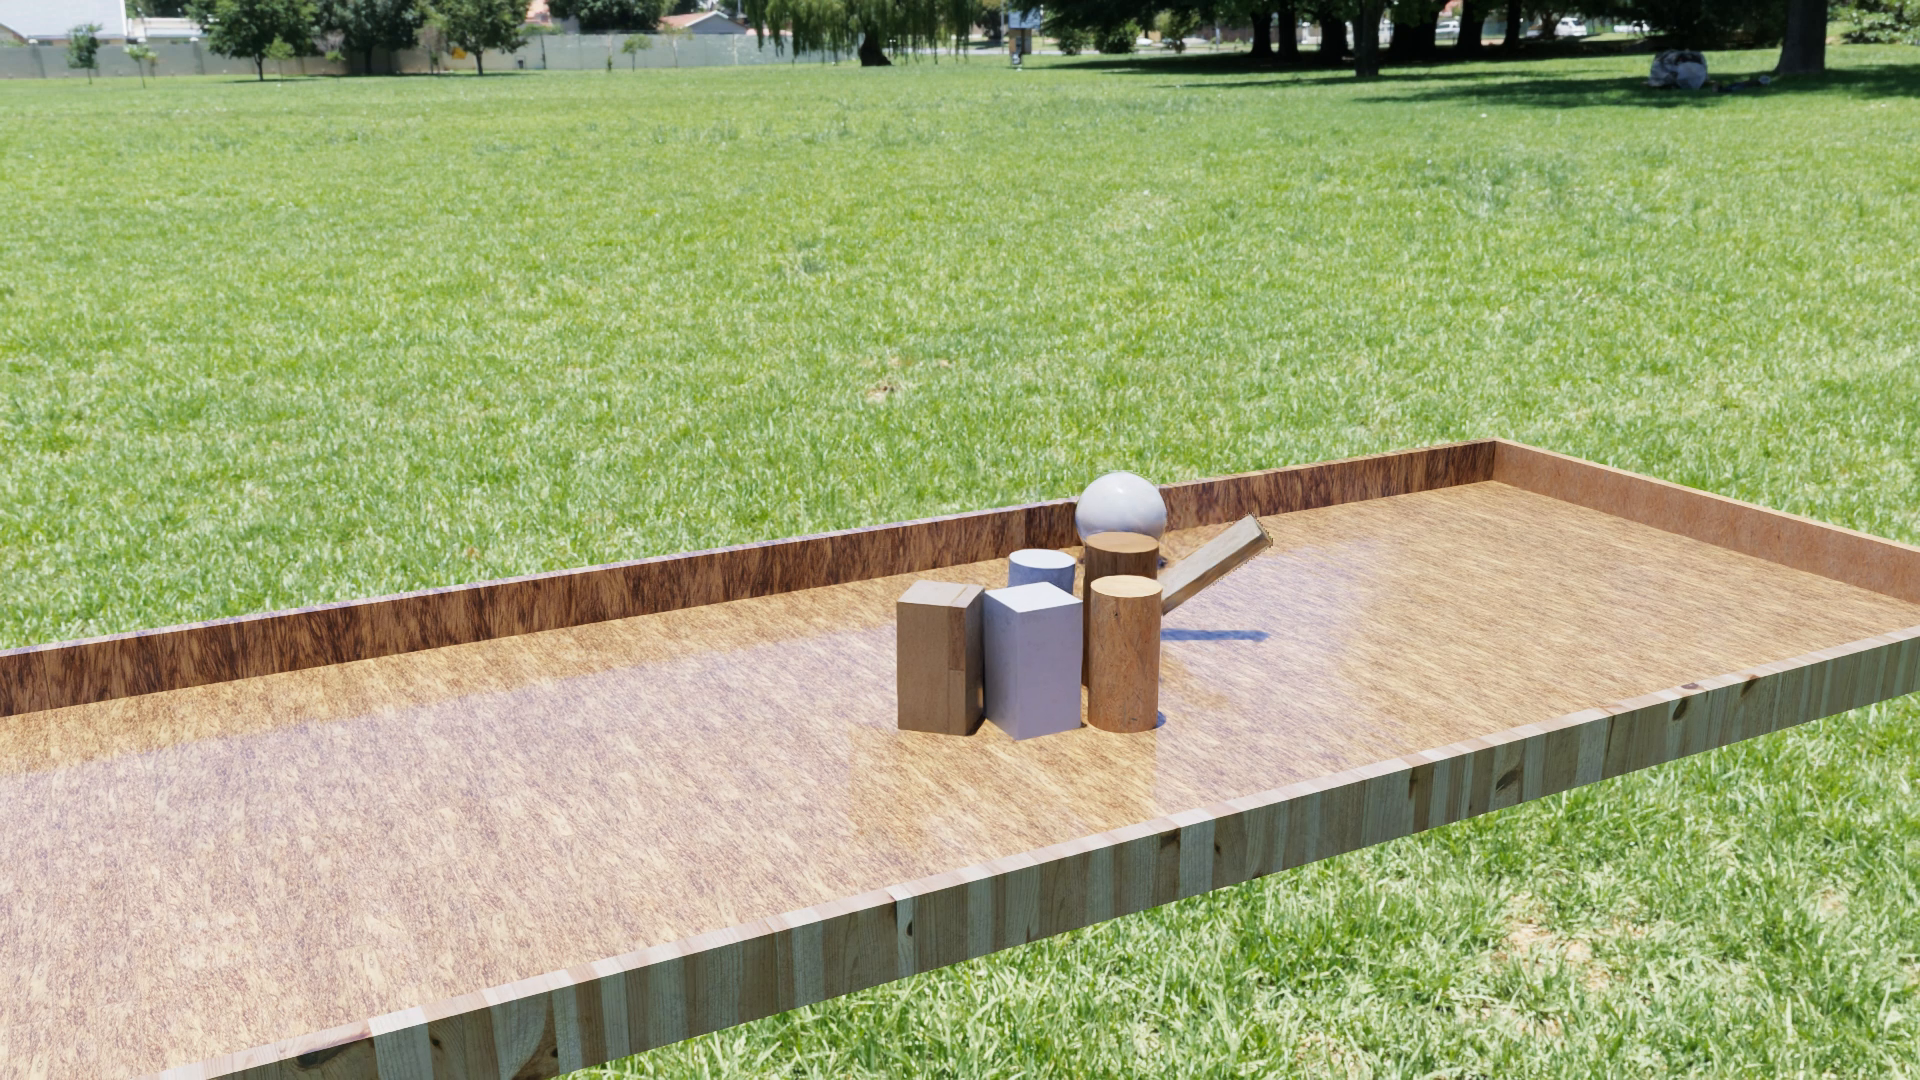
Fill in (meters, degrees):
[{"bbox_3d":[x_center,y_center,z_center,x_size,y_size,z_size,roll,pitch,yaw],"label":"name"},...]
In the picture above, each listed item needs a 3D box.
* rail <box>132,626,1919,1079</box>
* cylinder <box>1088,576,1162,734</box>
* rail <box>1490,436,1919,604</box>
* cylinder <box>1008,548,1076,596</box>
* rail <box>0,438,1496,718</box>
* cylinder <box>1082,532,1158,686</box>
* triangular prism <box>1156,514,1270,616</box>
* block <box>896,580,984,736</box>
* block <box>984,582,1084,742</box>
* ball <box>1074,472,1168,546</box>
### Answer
[{"bbox_3d":[-2.336,1.006,1.665,12.000,0.150,0.050,-9,18,-27],"label":"rail"},{"bbox_3d":[0.385,0.266,3.860,0.165,0.333,0.165,0,16,0],"label":"cylinder"},{"bbox_3d":[2.466,-0.048,5.253,0.050,0.150,2.100,-9,18,-27],"label":"rail"},{"bbox_3d":[0.194,0.199,4.092,0.163,0.321,0.163,3,16,-1],"label":"cylinder"},{"bbox_3d":[-3.305,0.497,3.399,12.000,0.150,0.050,-9,18,-27],"label":"rail"},{"bbox_3d":[0.394,0.178,4.100,0.178,0.361,0.178,1,17,0],"label":"cylinder"},{"bbox_3d":[0.628,0.083,4.440,0.424,0.082,0.094,-36,-25,13],"label":"triangular prism"},{"bbox_3d":[-0.044,0.275,3.862,0.165,0.315,0.165,5,17,15],"label":"block"},{"bbox_3d":[0.168,0.280,3.847,0.169,0.312,0.169,-8,18,-26],"label":"block"},{"bbox_3d":[0.496,-0.068,5.085,0.283,0.283,0.283,0,16,0],"label":"ball"}]
